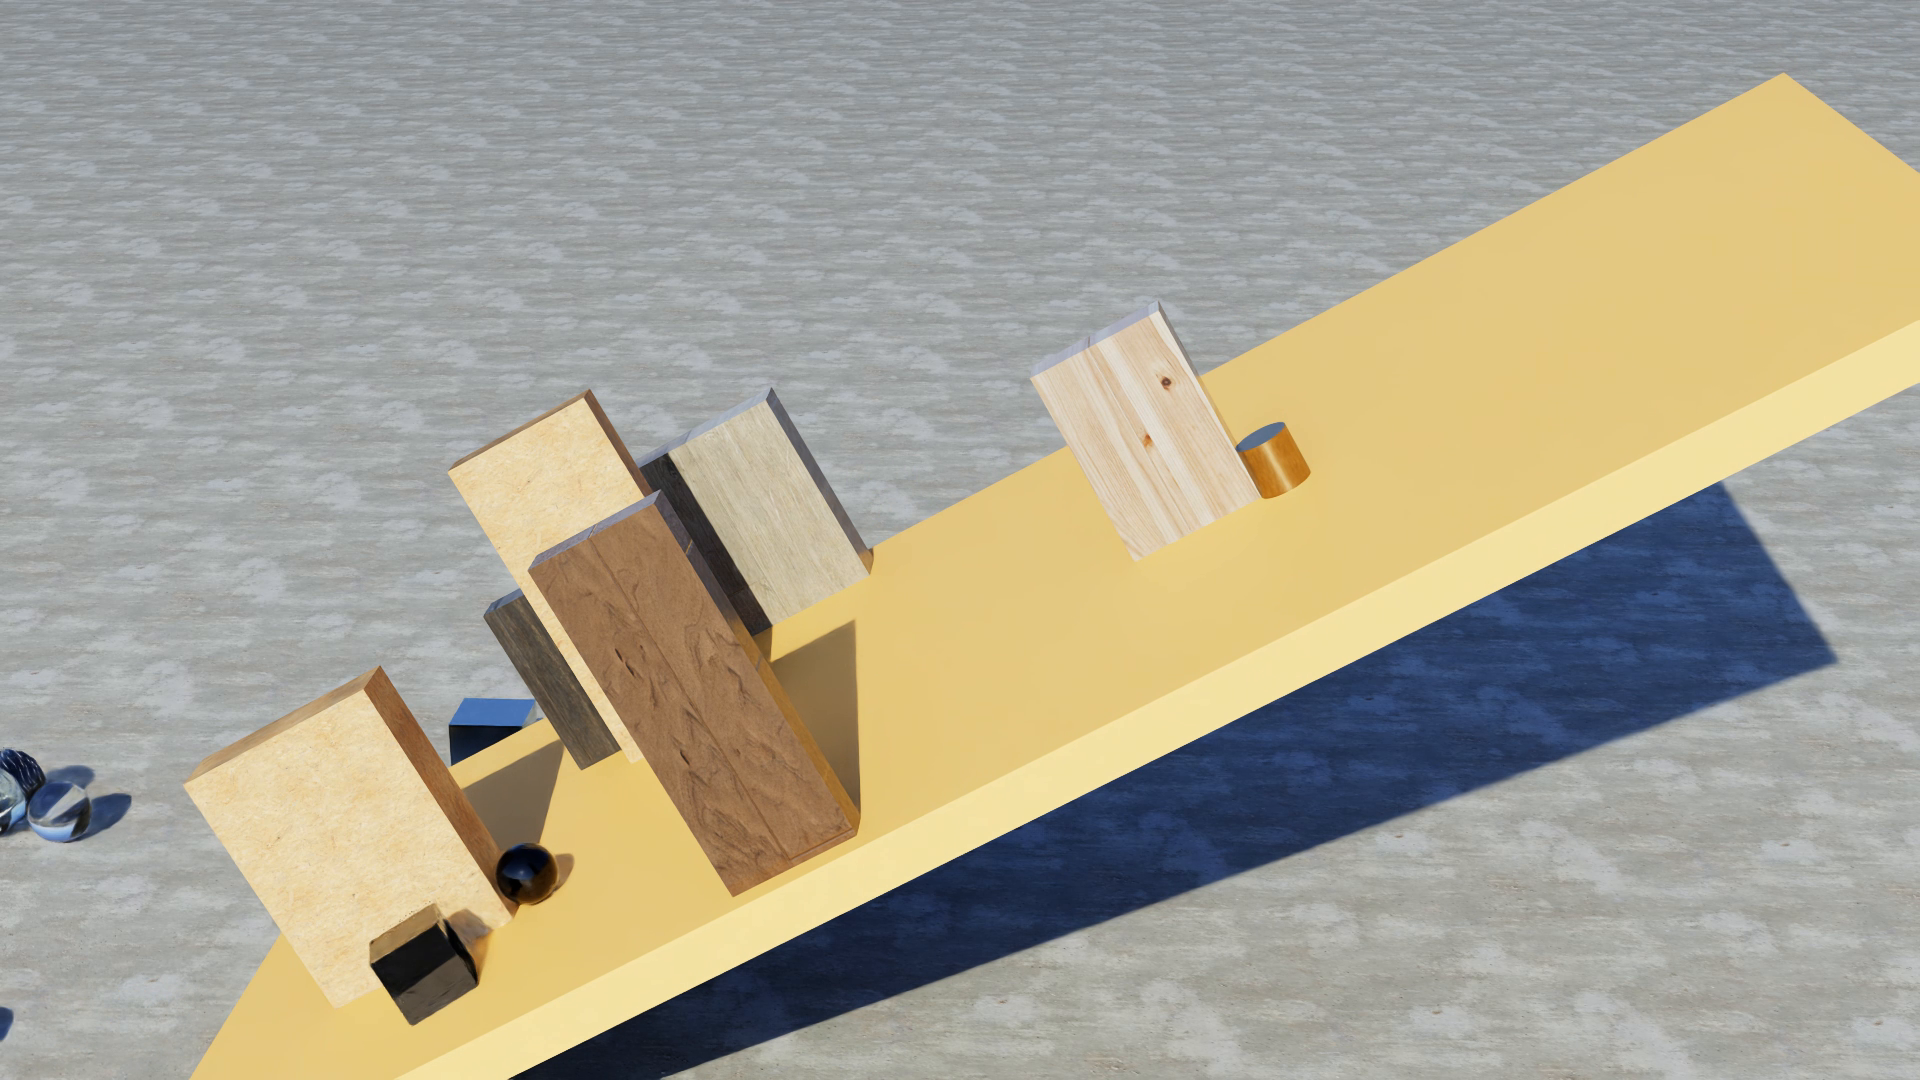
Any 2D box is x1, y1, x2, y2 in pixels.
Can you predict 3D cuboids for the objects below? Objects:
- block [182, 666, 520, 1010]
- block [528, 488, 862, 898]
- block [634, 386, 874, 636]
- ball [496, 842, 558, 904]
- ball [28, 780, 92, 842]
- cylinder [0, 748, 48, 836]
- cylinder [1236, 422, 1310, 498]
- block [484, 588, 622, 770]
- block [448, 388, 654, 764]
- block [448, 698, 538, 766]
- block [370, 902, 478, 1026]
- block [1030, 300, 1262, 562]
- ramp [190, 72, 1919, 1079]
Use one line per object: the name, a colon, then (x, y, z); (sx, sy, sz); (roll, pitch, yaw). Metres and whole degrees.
block: (-1.256, 0.623, 6.130); (0.446, 0.578, 0.142); (-27, 14, 11)
block: (-0.484, 0.288, 5.422); (0.269, 0.732, 0.089); (-27, 14, 11)
block: (-0.502, -0.055, 7.108); (0.385, 0.497, 0.122); (-27, 14, 11)
ball: (-0.898, 0.692, 6.098); (0.128, 0.128, 0.128); (0, 18, 0)
ball: (-2.347, 0.708, 7.665); (0.161, 0.161, 0.161); (0, 18, 0)
cylinder: (-2.535, 0.670, 7.752); (0.180, 0.180, 0.180); (5, 22, 15)
cylinder: (0.637, -0.162, 5.984); (0.114, 0.114, 0.114); (-28, 14, 8)
block: (-0.827, 0.260, 6.813); (0.366, 0.433, 0.094); (-27, 14, 11)
block: (-0.783, 0.087, 6.592); (0.356, 0.787, 0.081); (-27, 14, 11)
block: (-1.273, 0.563, 8.048); (0.200, 0.200, 0.200); (1, 18, 3)
block: (-1.070, 0.845, 5.866); (0.153, 0.153, 0.153); (-32, 14, -5)
block: (0.381, -0.221, 6.022); (0.294, 0.445, 0.094); (-27, 14, 11)
ramp: (0.142, 0.167, 6.283); (4.000, 0.100, 2.000); (-27, 14, 11)
